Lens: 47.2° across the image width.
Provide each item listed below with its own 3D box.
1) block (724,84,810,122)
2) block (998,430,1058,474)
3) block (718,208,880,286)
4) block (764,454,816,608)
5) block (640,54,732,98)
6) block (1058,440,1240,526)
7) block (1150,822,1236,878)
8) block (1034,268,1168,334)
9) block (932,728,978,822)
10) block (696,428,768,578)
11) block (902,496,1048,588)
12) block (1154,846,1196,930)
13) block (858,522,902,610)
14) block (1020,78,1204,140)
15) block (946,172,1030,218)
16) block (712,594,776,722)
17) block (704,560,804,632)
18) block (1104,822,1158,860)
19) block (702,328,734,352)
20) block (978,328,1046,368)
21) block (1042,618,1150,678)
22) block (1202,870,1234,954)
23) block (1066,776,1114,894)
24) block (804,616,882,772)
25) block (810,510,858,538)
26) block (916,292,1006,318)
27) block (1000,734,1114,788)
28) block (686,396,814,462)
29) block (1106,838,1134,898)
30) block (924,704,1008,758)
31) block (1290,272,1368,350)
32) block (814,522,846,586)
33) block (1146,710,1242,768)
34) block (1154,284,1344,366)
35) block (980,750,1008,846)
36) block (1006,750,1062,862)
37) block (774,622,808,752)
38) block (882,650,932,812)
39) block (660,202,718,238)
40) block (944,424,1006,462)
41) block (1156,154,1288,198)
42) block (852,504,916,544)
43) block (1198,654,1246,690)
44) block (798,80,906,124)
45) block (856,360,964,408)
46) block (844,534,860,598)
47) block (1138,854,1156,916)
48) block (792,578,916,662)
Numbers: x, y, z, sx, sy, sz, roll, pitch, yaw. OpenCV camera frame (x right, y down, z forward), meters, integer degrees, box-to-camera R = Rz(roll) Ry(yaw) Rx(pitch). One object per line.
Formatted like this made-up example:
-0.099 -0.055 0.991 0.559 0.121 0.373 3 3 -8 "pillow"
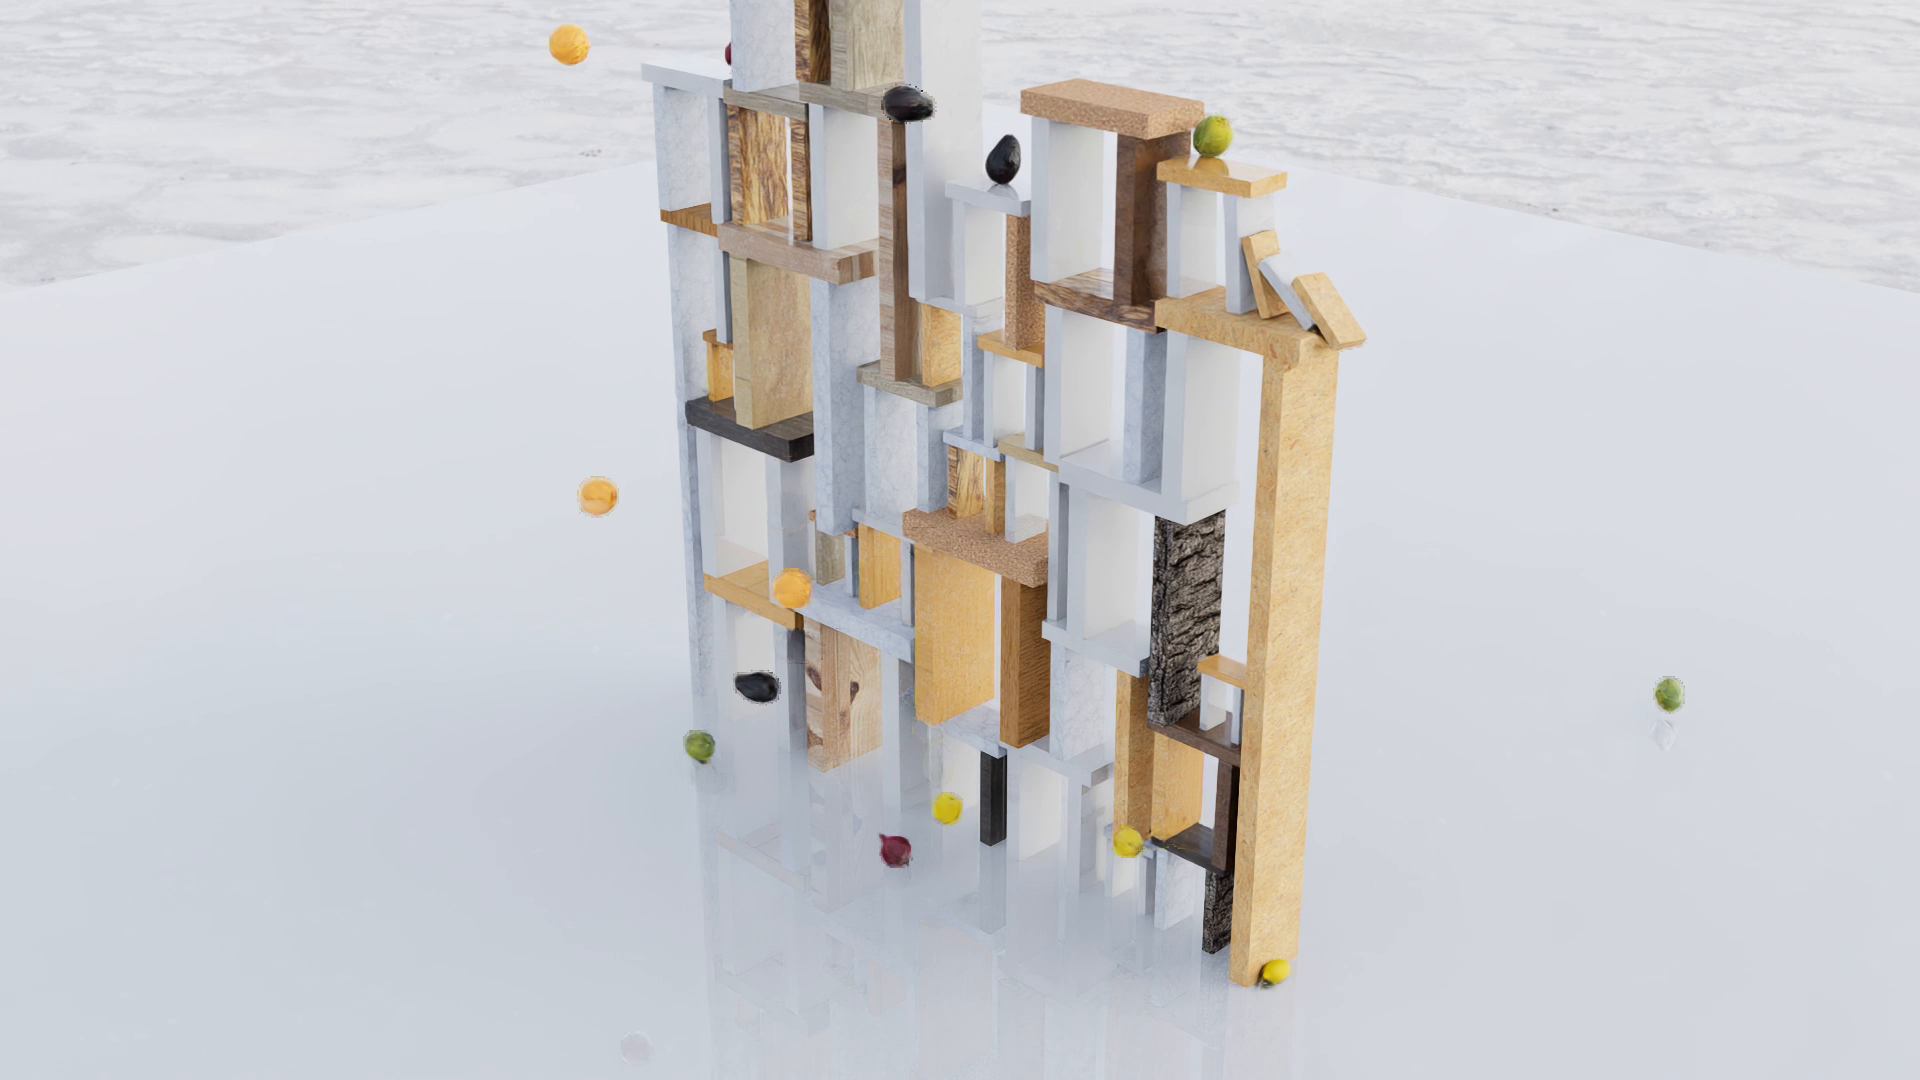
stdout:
-0.333 -0.848 4.224 0.237 0.034 0.118 21 31 40 "block"
0.159 -0.159 3.978 0.085 0.024 0.169 -21 31 -40 "block"
-0.290 -0.576 4.298 0.180 0.051 0.359 -21 31 -40 "block"
-0.321 -0.040 4.563 0.047 0.332 0.166 21 31 41 "block"
-0.505 -0.925 4.384 0.256 0.036 0.128 21 31 40 "block"
0.327 -0.103 3.823 0.289 0.041 0.144 21 31 40 "block"
0.438 0.554 3.989 0.085 0.024 0.170 -21 31 -41 "block"
0.274 -0.414 3.754 0.274 0.039 0.137 21 31 40 "block"
-0.010 0.455 4.427 0.029 0.204 0.102 21 31 41 "block"
-0.478 -0.101 4.707 0.047 0.332 0.166 21 31 41 "block"
0.072 -0.006 4.144 0.343 0.049 0.171 21 31 41 "block"
0.398 0.628 4.063 0.085 0.170 0.024 -21 31 -41 "block"
-0.160 0.040 4.415 0.026 0.183 0.091 21 31 41 "block"
0.251 -0.717 3.647 0.282 0.040 0.141 21 31 41 "block"
0.075 -0.609 3.872 0.097 0.027 0.194 -20 30 -38 "block"
-0.464 0.237 4.823 0.042 0.296 0.148 21 31 41 "block"
-0.394 0.109 4.693 0.296 0.042 0.148 21 31 41 "block"
0.335 0.555 4.113 0.062 0.017 0.123 -22 31 -40 "block"
-0.468 -0.415 4.552 0.064 0.018 0.128 -21 31 -40 "block"
0.117 -0.347 3.951 0.080 0.023 0.160 -21 31 -40 "block"
0.276 0.180 3.992 0.119 0.034 0.238 -21 30 -40 "block"
0.479 0.659 3.990 0.085 0.170 0.024 -21 31 -40 "block"
0.256 0.542 4.181 0.118 0.237 0.034 -21 31 -41 "block"
-0.241 0.297 4.615 0.049 0.348 0.174 21 31 41 "block"
-0.234 -0.040 4.461 0.137 0.019 0.068 21 31 41 "block"
0.003 -0.442 4.039 0.079 0.022 0.158 -22 31 -40 "block"
0.200 0.395 4.180 0.118 0.034 0.237 -21 31 -41 "block"
-0.399 -0.245 4.561 0.332 0.047 0.166 21 31 41 "block"
0.303 0.611 4.161 0.062 0.123 0.017 -21 31 -40 "block"
0.037 0.366 4.337 0.102 0.029 0.204 -21 31 -41 "block"
0.579 -0.360 3.452 0.066 0.019 0.132 -13 66 -38 "block"
-0.265 0.020 4.522 0.019 0.137 0.068 21 31 41 "block"
0.446 0.335 3.888 0.213 0.030 0.107 21 31 40 "block"
0.475 -0.351 3.553 0.293 0.042 0.147 21 31 41 "block"
0.086 0.493 4.338 0.029 0.204 0.102 21 31 41 "block"
0.145 0.498 4.284 0.118 0.237 0.034 -21 31 -41 "block"
-0.325 0.291 4.695 0.042 0.296 0.148 21 31 41 "block"
-0.077 0.361 4.464 0.049 0.348 0.174 21 31 41 "block"
-0.501 -0.658 4.497 0.110 0.031 0.220 -21 31 -40 "block"
0.047 -0.183 4.093 0.074 0.021 0.148 -21 31 -41 "block"
0.420 -0.585 3.527 0.190 0.027 0.095 21 31 41 "block"
-0.117 -0.039 4.334 0.183 0.026 0.091 21 31 41 "block"
0.469 0.228 3.806 0.054 0.015 0.108 -21 31 -40 "block"
-0.153 -0.819 4.049 0.275 0.039 0.138 21 31 41 "block"
-0.084 -0.304 4.188 0.217 0.031 0.108 21 31 41 "block"
-0.201 0.045 4.462 0.019 0.137 0.068 21 31 40 "block"
0.360 0.634 4.107 0.062 0.123 0.017 -22 31 -40 "block"
-0.159 0.146 4.462 0.348 0.049 0.174 21 31 41 "block"
